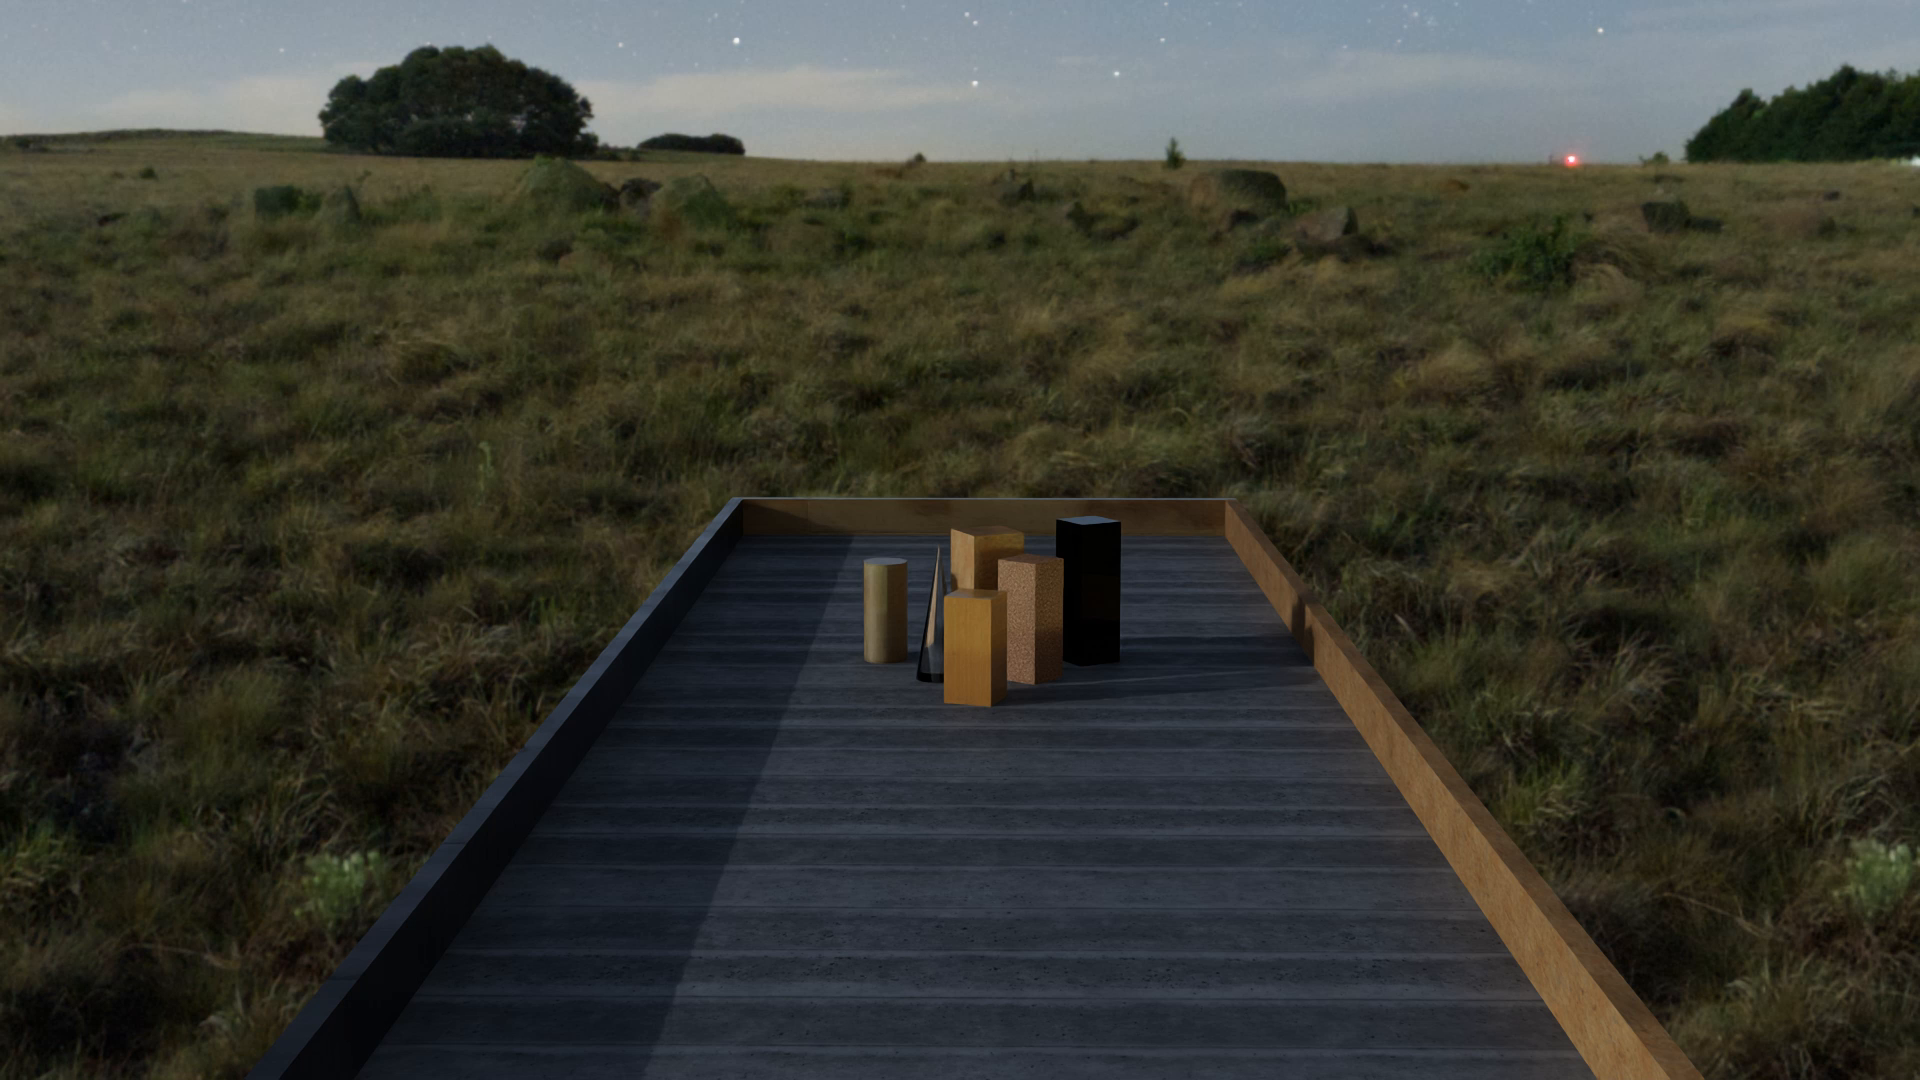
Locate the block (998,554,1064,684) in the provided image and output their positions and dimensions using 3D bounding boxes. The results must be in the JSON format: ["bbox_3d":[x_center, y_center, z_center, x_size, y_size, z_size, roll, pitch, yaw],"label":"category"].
[{"bbox_3d":[0.206,0.230,6.429,0.136,0.354,0.136,7,12,38],"label":"block"}]

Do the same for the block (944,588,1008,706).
[{"bbox_3d":[0.044,0.299,6.157,0.138,0.302,0.138,3,10,20],"label":"block"}]

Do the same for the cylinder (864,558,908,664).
[{"bbox_3d":[-0.227,0.214,6.693,0.134,0.303,0.134,0,9,0],"label":"cylinder"}]

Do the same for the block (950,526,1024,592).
[{"bbox_3d":[0.083,0.167,6.688,0.167,0.396,0.167,-4,10,-24],"label":"block"}]

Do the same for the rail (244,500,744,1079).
[{"bbox_3d":[-1.004,0.839,3.234,0.050,0.150,12.000,0,9,1],"label":"rail"}]

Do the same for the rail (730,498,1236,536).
[{"bbox_3d":[0.099,-0.098,9.147,2.100,0.150,0.050,0,9,1],"label":"rail"}]

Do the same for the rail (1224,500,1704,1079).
[{"bbox_3d":[1.046,0.843,3.208,0.050,0.150,12.000,0,9,1],"label":"rail"}]

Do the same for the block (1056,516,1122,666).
[{"bbox_3d":[0.388,0.153,6.669,0.141,0.431,0.141,-5,10,-30],"label":"block"}]

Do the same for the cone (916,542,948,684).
[{"bbox_3d":[-0.061,0.206,6.423,0.136,0.402,0.136,0,9,0],"label":"cone"}]
